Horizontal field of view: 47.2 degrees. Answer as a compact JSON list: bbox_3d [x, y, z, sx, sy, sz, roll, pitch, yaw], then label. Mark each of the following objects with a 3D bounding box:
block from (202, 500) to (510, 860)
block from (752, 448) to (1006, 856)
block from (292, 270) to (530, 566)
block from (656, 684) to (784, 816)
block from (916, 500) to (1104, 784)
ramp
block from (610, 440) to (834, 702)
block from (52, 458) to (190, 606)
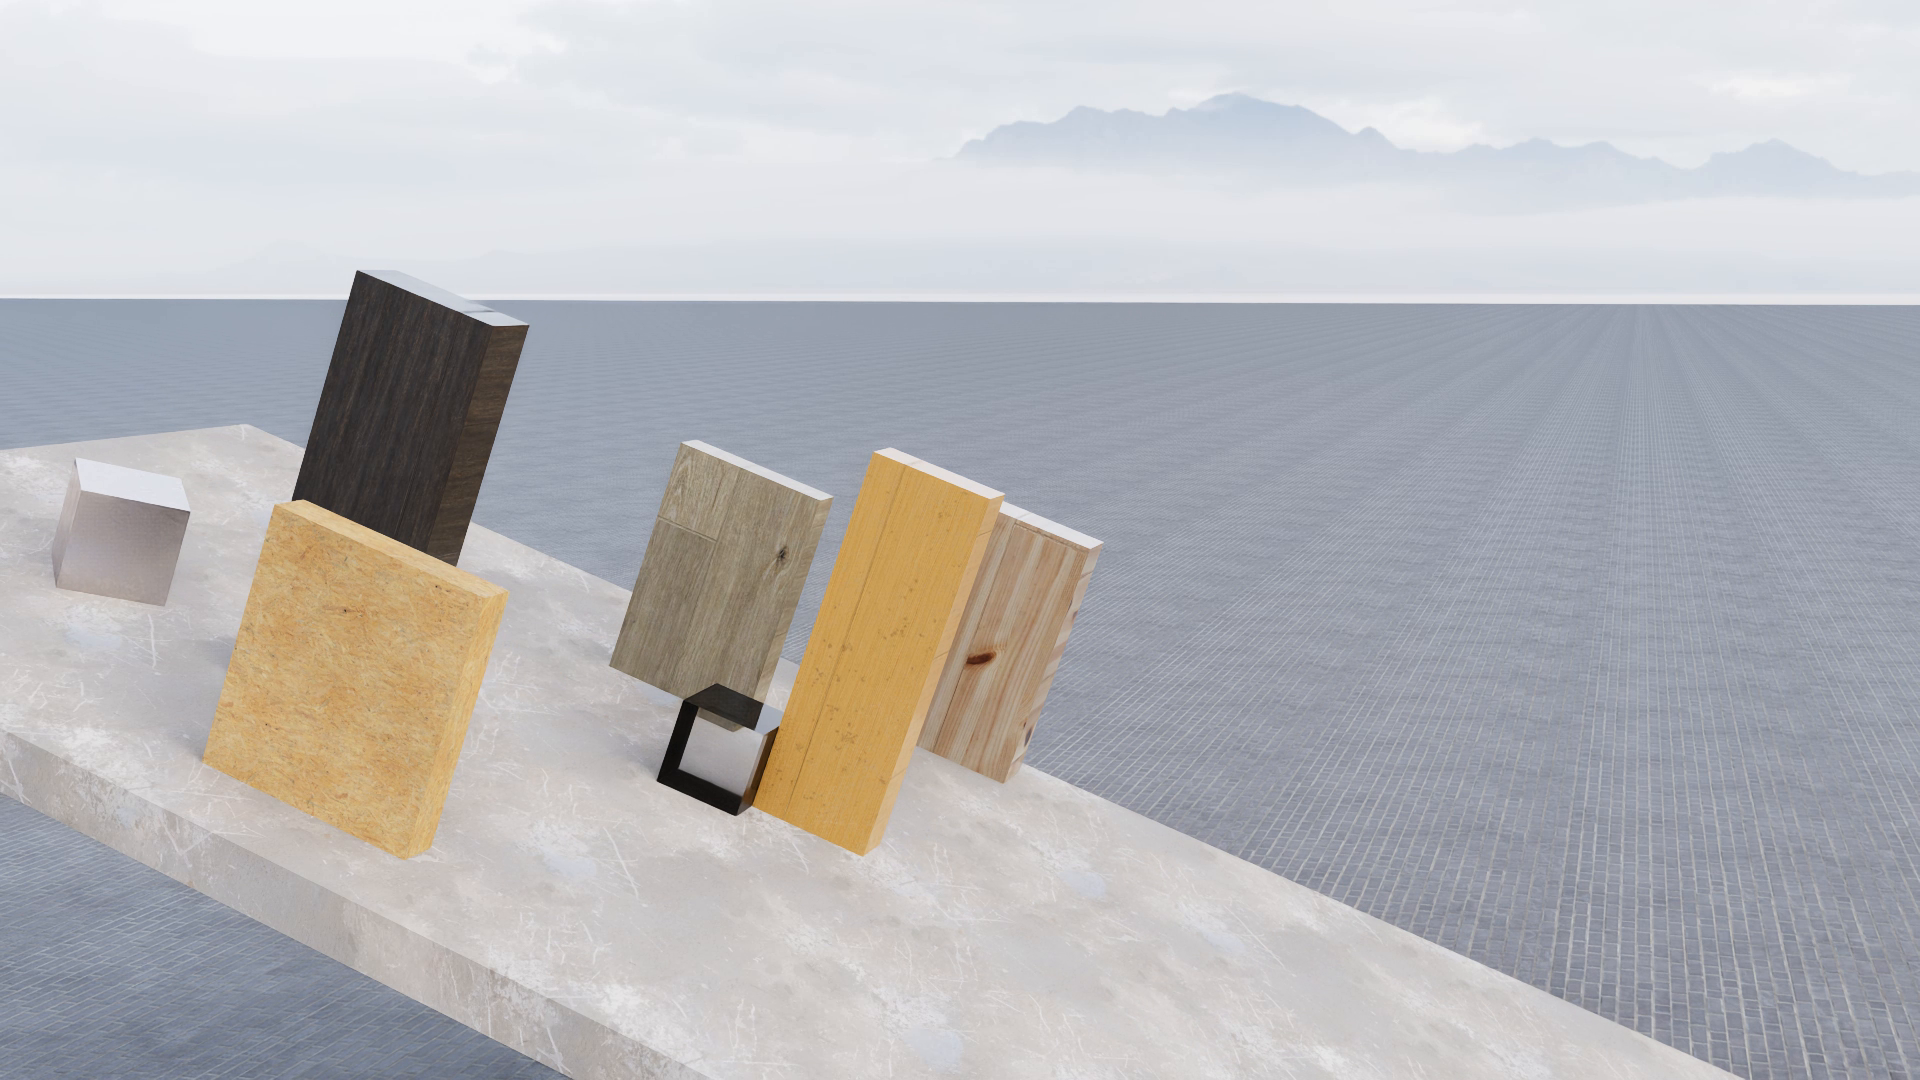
[{"bbox_3d":[-0.982,0.224,3.561,0.397,0.459,0.081,23,13,13],"label":"block"},{"bbox_3d":[-0.159,0.215,4.206,0.242,0.740,0.101,23,13,13],"label":"block"},{"bbox_3d":[-1.036,-0.063,3.949,0.282,0.788,0.129,23,13,13],"label":"block"},{"bbox_3d":[-0.454,0.405,4.266,0.172,0.172,0.172,22,12,12],"label":"block"},{"bbox_3d":[0.033,0.202,4.959,0.393,0.571,0.128,23,13,13],"label":"block"},{"bbox_3d":[-0.333,0.608,4.210,4.000,0.100,2.000,23,13,13],"label":"ramp"},{"bbox_3d":[-0.514,0.091,4.714,0.334,0.521,0.084,23,13,13],"label":"block"},{"bbox_3d":[-1.618,-0.016,4.236,0.199,0.199,0.199,13,14,-29],"label":"block"}]
